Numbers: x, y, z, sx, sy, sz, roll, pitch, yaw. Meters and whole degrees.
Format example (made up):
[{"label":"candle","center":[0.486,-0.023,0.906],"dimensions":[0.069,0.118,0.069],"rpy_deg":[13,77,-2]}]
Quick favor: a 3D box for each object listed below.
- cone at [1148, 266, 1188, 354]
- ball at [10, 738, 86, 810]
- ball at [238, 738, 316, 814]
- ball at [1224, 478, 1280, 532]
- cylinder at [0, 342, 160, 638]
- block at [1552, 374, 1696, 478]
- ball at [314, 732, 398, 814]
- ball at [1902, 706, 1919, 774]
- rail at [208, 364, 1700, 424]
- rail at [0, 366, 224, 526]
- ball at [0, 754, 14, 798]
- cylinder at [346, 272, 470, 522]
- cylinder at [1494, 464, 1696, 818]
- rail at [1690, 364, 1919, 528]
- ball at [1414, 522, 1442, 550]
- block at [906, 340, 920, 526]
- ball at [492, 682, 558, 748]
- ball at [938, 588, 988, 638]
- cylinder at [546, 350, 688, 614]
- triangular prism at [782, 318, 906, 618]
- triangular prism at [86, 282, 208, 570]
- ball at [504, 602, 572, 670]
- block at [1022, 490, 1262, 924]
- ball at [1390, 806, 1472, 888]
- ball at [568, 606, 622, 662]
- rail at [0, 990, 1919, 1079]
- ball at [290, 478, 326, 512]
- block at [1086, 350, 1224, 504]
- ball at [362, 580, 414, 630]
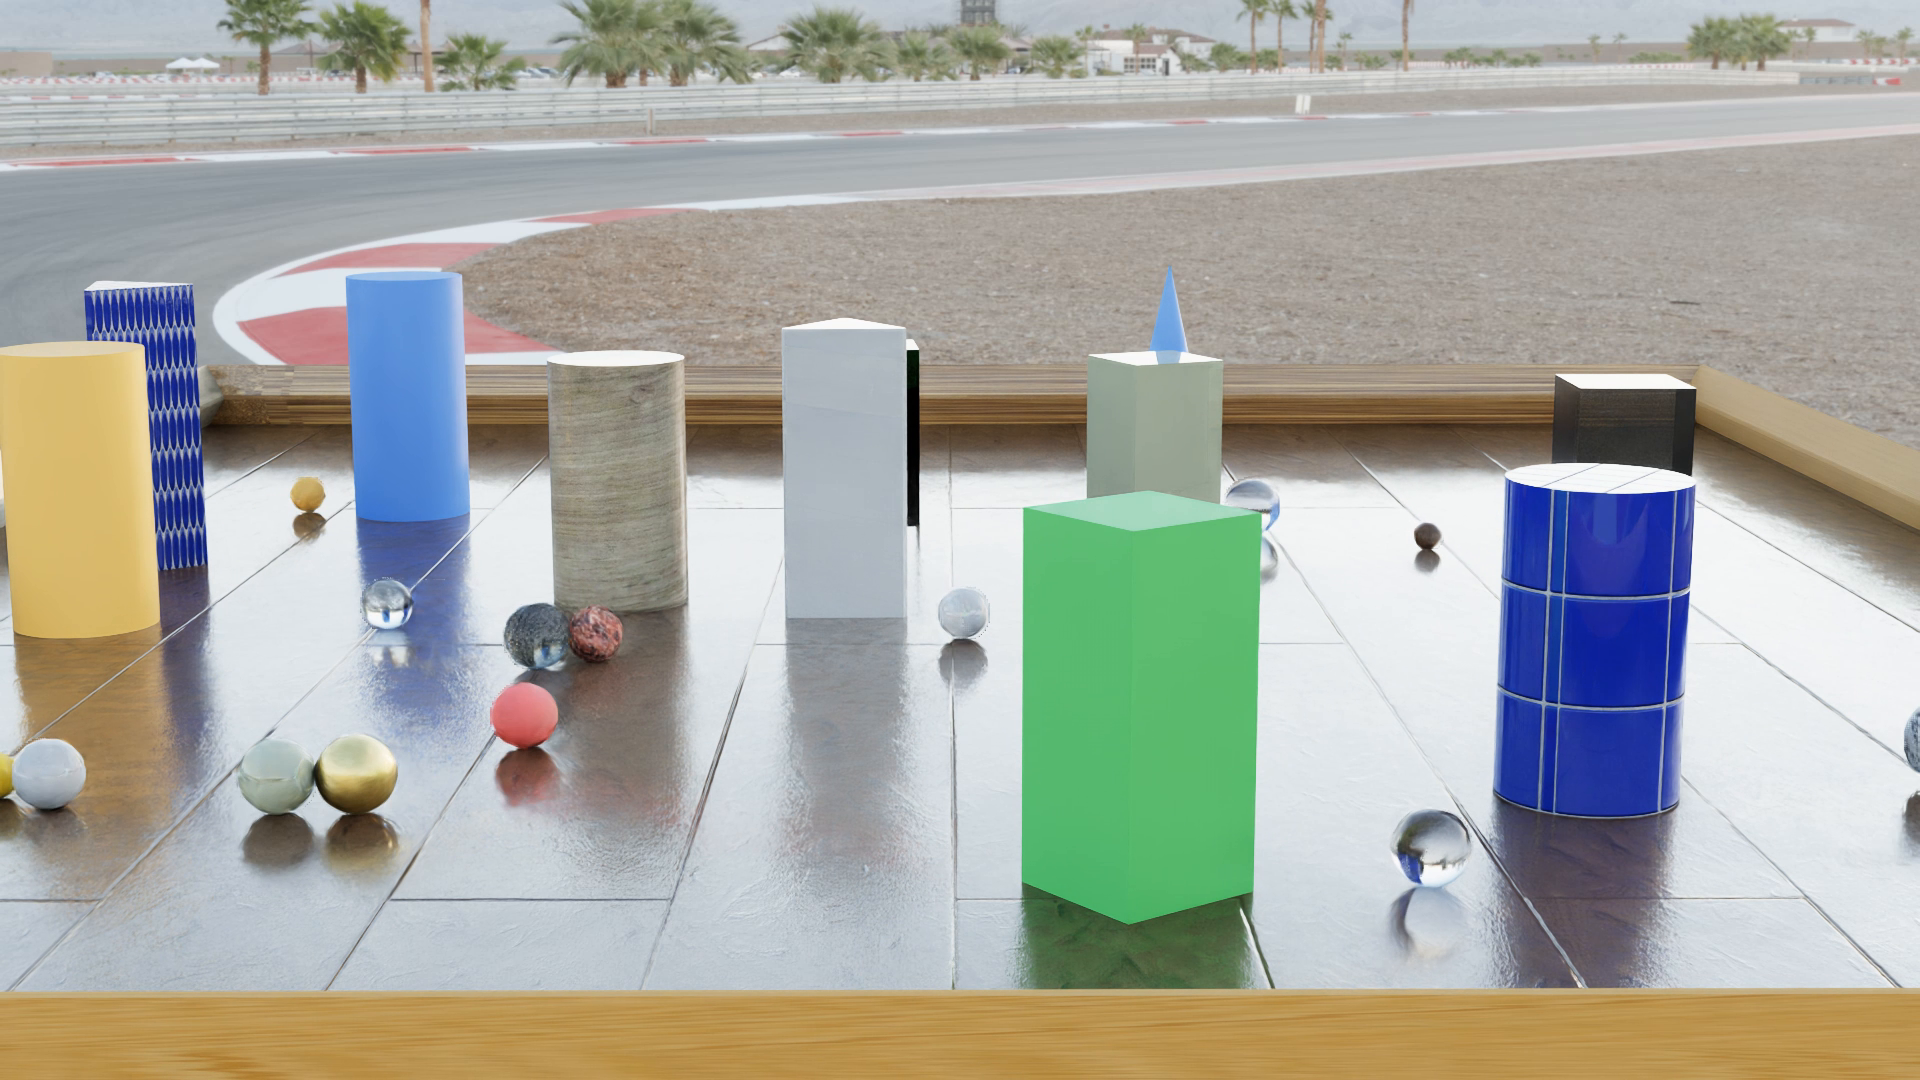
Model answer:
[{"label":"cone","center":[0.331,-0.236,4.089],"dimensions":[0.183,0.410,0.183],"rpy_deg":[0,11,0]},{"label":"ball","center":[-0.897,0.230,2.525],"dimensions":[0.070,0.070,0.070],"rpy_deg":[0,11,0]},{"label":"ball","center":[-0.667,0.230,2.506],"dimensions":[0.075,0.075,0.075],"rpy_deg":[0,11,0]},{"label":"ball","center":[0.455,-0.052,3.986],"dimensions":[0.087,0.087,0.087],"rpy_deg":[0,11,0]},{"label":"cylinder","center":[-1.144,-0.068,3.328],"dimensions":[0.183,0.361,0.183],"rpy_deg":[0,11,0]},{"label":"block","center":[0.859,-0.050,3.347],"dimensions":[0.147,0.317,0.147],"rpy_deg":[0,11,1]},{"label":"ball","center":[-0.590,0.228,2.508],"dimensions":[0.079,0.079,0.079],"rpy_deg":[0,11,0]},{"label":"ball","center":[1.005,0.204,2.602],"dimensions":[0.092,0.092,0.092],"rpy_deg":[0,11,0]},{"label":"rail","center":[-0.010,-0.292,5.171],"dimensions":[3.022,0.119,0.045],"rpy_deg":[0,11,0]},{"label":"rail","center":[-1.487,0.032,3.441],"dimensions":[0.045,0.119,3.549],"rpy_deg":[0,11,0]},{"label":"ball","center":[-0.962,0.235,2.560],"dimensions":[0.046,0.046,0.046],"rpy_deg":[0,11,0]},{"label":"cylinder","center":[-0.893,-0.235,4.153],"dimensions":[0.183,0.384,0.183],"rpy_deg":[0,11,0]},{"label":"cylinder","center":[0.630,0.096,2.555],"dimensions":[0.183,0.321,0.183],"rpy_deg":[0,11,0]},{"label":"rail","center":[1.487,0.029,3.458],"dimensions":[0.045,0.119,3.549],"rpy_deg":[0,11,0]},{"label":"ball","center":[0.704,-0.007,3.865],"dimensions":[0.042,0.042,0.042],"rpy_deg":[0,11,0]},{"label":"block","center":[-0.143,-0.172,4.097],"dimensions":[0.147,0.281,0.147],"rpy_deg":[-1,11,-5]},{"label":"ball","center":[-0.466,0.188,2.748],"dimensions":[0.070,0.070,0.070],"rpy_deg":[0,11,0]},{"label":"ball","center":[0.004,0.093,3.270],"dimensions":[0.065,0.065,0.065],"rpy_deg":[0,11,0]},{"label":"cylinder","center":[-0.462,-0.081,3.476],"dimensions":[0.183,0.332,0.183],"rpy_deg":[0,11,0]},{"label":"triangular prism","center":[-0.153,-0.099,3.429],"dimensions":[0.159,0.383,0.137],"rpy_deg":[0,11,-2]},{"label":"triangular prism","center":[-1.205,-0.166,3.719],"dimensions":[0.159,0.409,0.137],"rpy_deg":[-9,14,-41]},{"label":"ball","center":[-0.511,0.116,3.104],"dimensions":[0.081,0.081,0.081],"rpy_deg":[0,11,0]},{"label":"block","center":[0.158,0.142,2.259],"dimensions":[0.147,0.341,0.147],"rpy_deg":[-8,13,-37]},{"label":"ball","center":[0.419,0.274,2.286],"dimensions":[0.071,0.071,0.071],"rpy_deg":[0,11,0]},{"label":"ball","center":[-0.448,0.114,3.145],"dimensions":[0.069,0.069,0.069],"rpy_deg":[0,11,0]},{"label":"rail","center":[0.010,0.353,1.729],"dimensions":[3.022,0.119,0.045],"rpy_deg":[0,11,0]},{"label":"ball","center":[-1.064,-0.074,4.185],"dimensions":[0.055,0.055,0.055],"rpy_deg":[0,11,0]},{"label":"block","center":[0.289,-0.127,3.826],"dimensions":[0.147,0.292,0.147],"rpy_deg":[-5,12,-25]},{"label":"ball","center":[-0.741,0.083,3.322],"dimensions":[0.065,0.065,0.065],"rpy_deg":[0,11,0]}]
